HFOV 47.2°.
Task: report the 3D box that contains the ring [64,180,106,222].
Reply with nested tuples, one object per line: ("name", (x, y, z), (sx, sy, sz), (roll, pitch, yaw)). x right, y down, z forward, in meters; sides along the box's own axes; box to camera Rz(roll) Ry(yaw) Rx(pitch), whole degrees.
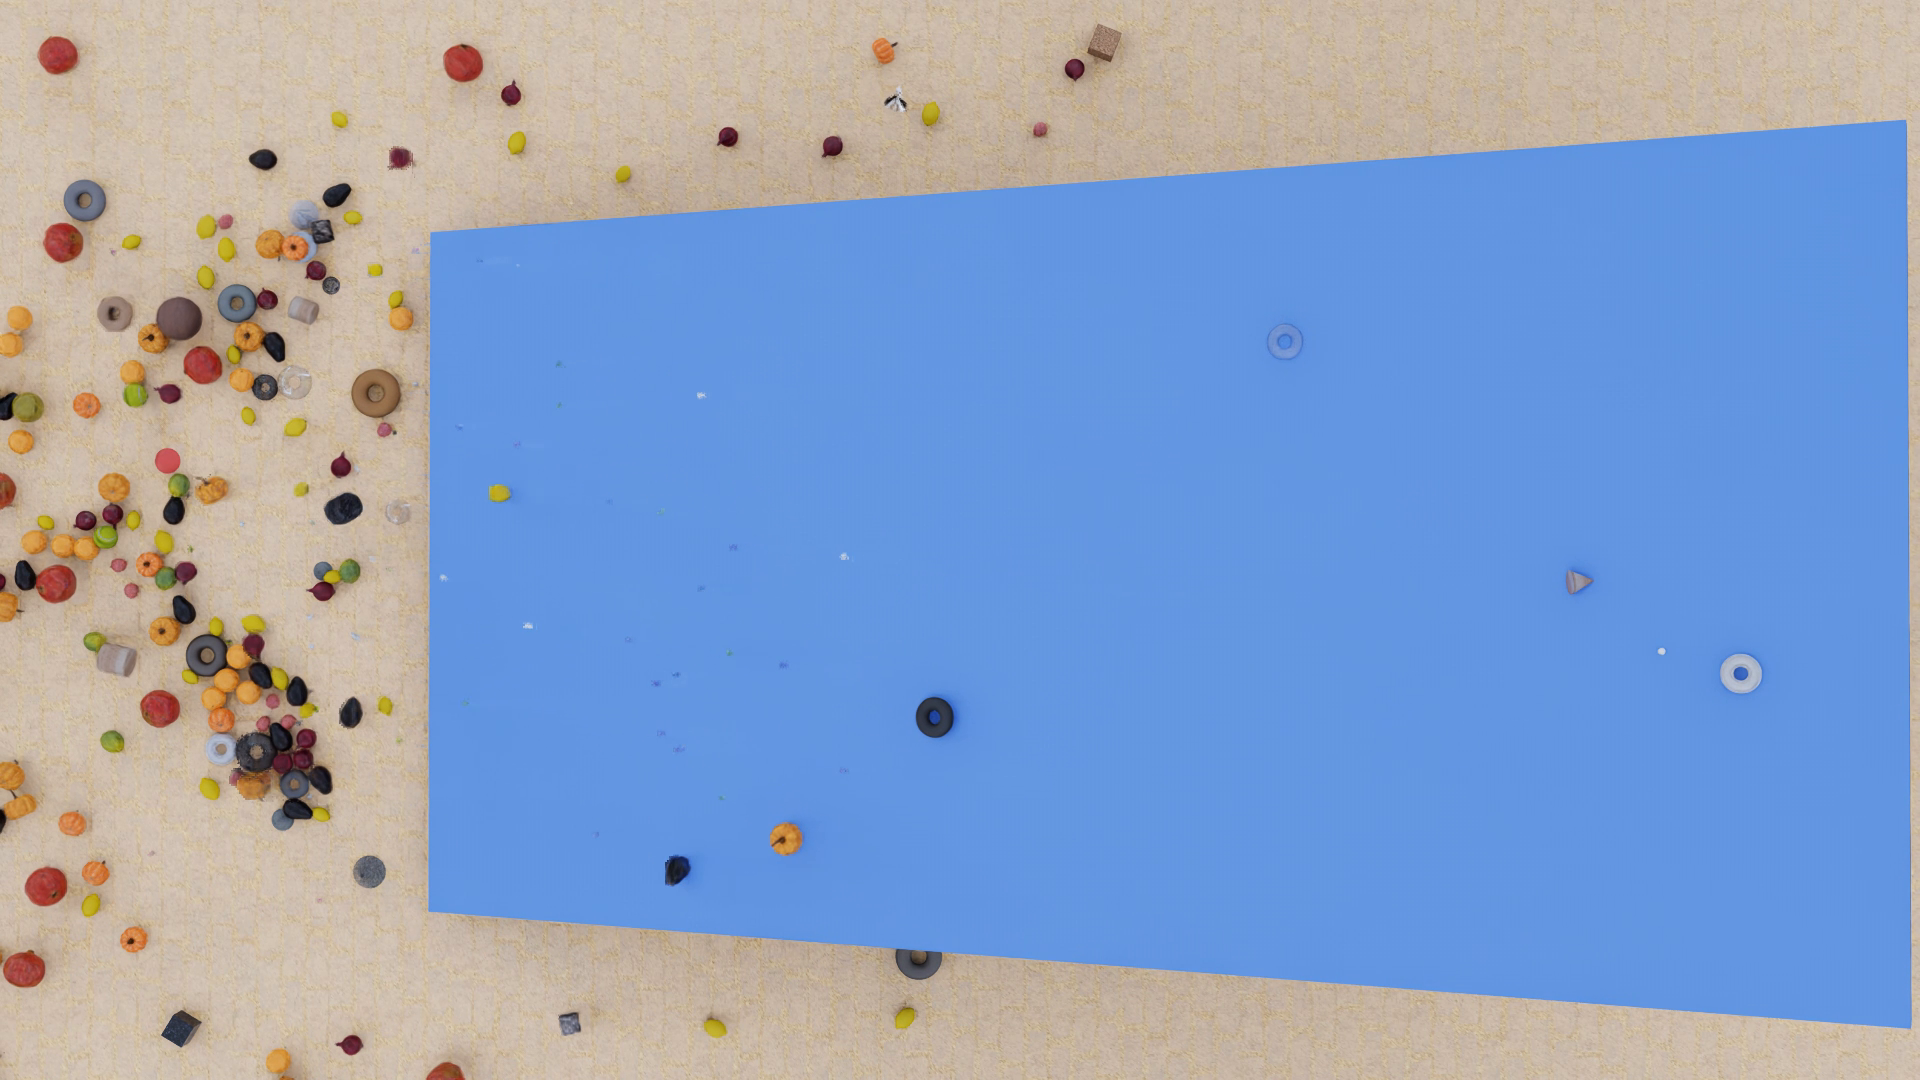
("ring", (-2.610, -1.013, 6.559), (0.126, 0.042, 0.126), (0, 91, 1))

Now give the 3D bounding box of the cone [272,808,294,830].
("cone", (-2.019, 0.834, 6.524), (0.067, 0.067, 0.067), (0, 89, 0))

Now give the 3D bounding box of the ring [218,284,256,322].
("ring", (-2.155, -0.705, 6.557), (0.115, 0.038, 0.115), (0, 89, -1))

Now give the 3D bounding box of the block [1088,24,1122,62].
("block", (0.430, -1.480, 6.547), (0.076, 0.076, 0.076), (22, 89, 0))

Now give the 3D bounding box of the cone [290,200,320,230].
("cone", (-1.962, -0.974, 6.534), (0.090, 0.090, 0.090), (0, 89, 0))

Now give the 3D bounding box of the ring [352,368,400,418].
("ring", (-1.739, -0.437, 6.549), (0.146, 0.049, 0.146), (0, 89, 1))

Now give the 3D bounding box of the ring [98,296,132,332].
("ring", (-2.520, -0.675, 6.555), (0.106, 0.035, 0.106), (0, 94, 4))

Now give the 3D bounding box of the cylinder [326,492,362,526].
("cylinder", (-1.824, -0.091, 6.508), (0.080, 0.080, 0.080), (14, 68, -39))

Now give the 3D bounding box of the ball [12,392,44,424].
("ball", (-2.767, -0.392, 6.527), (0.091, 0.091, 0.091), (0, 89, 0))

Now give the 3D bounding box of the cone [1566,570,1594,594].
("cone", (1.446, 0.096, 5.110), (0.058, 0.058, 0.058), (-5, 89, -3))

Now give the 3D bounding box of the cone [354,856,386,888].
("cone", (-1.761, 0.989, 6.507), (0.098, 0.098, 0.098), (0, 89, 0))

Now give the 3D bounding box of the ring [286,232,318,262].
("ring", (-1.965, -0.875, 6.563), (0.094, 0.031, 0.094), (0, 90, 1))

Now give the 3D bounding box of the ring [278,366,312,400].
("ring", (-1.984, -0.469, 6.556), (0.105, 0.035, 0.105), (0, 88, 1))

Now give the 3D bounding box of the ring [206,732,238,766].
("ring", (-2.198, 0.622, 6.545), (0.098, 0.033, 0.098), (0, 90, -1))

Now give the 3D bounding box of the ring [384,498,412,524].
("ring", (-1.675, -0.085, 6.556), (0.080, 0.027, 0.080), (0, 88, 1))

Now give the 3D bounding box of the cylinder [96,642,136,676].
("cylinder", (-2.501, 0.354, 6.522), (0.084, 0.084, 0.084), (13, 89, 0))

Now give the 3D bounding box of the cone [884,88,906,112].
("cone", (-0.187, -1.328, 6.568), (0.067, 0.067, 0.067), (10, 63, 0))

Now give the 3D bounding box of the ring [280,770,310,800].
("ring", (-1.981, 0.727, 6.545), (0.089, 0.030, 0.089), (0, 90, -1))

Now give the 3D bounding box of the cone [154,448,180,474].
("cone", (-2.368, -0.237, 6.532), (0.077, 0.077, 0.077), (0, 89, 0))

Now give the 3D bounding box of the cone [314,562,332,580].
("cone", (-1.902, 0.093, 6.538), (0.058, 0.058, 0.058), (0, 89, 0))

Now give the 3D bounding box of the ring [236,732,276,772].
("ring", (-2.092, 0.630, 6.541), (0.122, 0.041, 0.122), (0, 89, -1))

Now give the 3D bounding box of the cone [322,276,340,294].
("cone", (-1.881, -0.761, 6.550), (0.054, 0.054, 0.054), (0, 89, 0))

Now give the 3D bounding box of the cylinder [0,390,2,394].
("cylinder", (-2.901, -0.426, 6.534), (0.077, 0.077, 0.077), (23, 72, 0))

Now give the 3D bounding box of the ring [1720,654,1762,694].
("ring", (1.763, 0.302, 4.964), (0.091, 0.030, 0.091), (0, 90, 23))

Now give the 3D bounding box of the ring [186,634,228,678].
("ring", (-2.239, 0.344, 6.543), (0.129, 0.043, 0.129), (0, 90, 1))

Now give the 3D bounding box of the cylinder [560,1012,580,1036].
("cylinder", (-1.157, 1.435, 6.524), (0.054, 0.054, 0.054), (-10, 89, 0))

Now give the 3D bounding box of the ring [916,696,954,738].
("ring", (-0.067, 0.466, 5.780), (0.108, 0.036, 0.108), (-1, 88, 25))

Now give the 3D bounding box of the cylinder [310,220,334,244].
("cylinder", (-1.900, -0.918, 6.550), (0.057, 0.057, 0.057), (-14, 89, 0))

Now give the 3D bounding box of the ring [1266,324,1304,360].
("ring", (0.799, -0.487, 5.405), (0.093, 0.031, 0.093), (0, 90, 23))

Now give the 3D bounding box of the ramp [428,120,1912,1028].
("ramp", (0.283, 0.083, 5.702), (4.000, 0.100, 2.000), (0, 89, 24))

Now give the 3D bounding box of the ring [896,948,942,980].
("ring", (-0.122, 1.237, 6.531), (0.139, 0.046, 0.139), (0, 90, 1))

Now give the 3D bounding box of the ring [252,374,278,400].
("ring", (-2.073, -0.455, 6.560), (0.079, 0.026, 0.079), (0, 90, -1))

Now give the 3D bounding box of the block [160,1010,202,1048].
("block", (-2.307, 1.448, 6.515), (0.071, 0.071, 0.071), (31, 89, 0))
